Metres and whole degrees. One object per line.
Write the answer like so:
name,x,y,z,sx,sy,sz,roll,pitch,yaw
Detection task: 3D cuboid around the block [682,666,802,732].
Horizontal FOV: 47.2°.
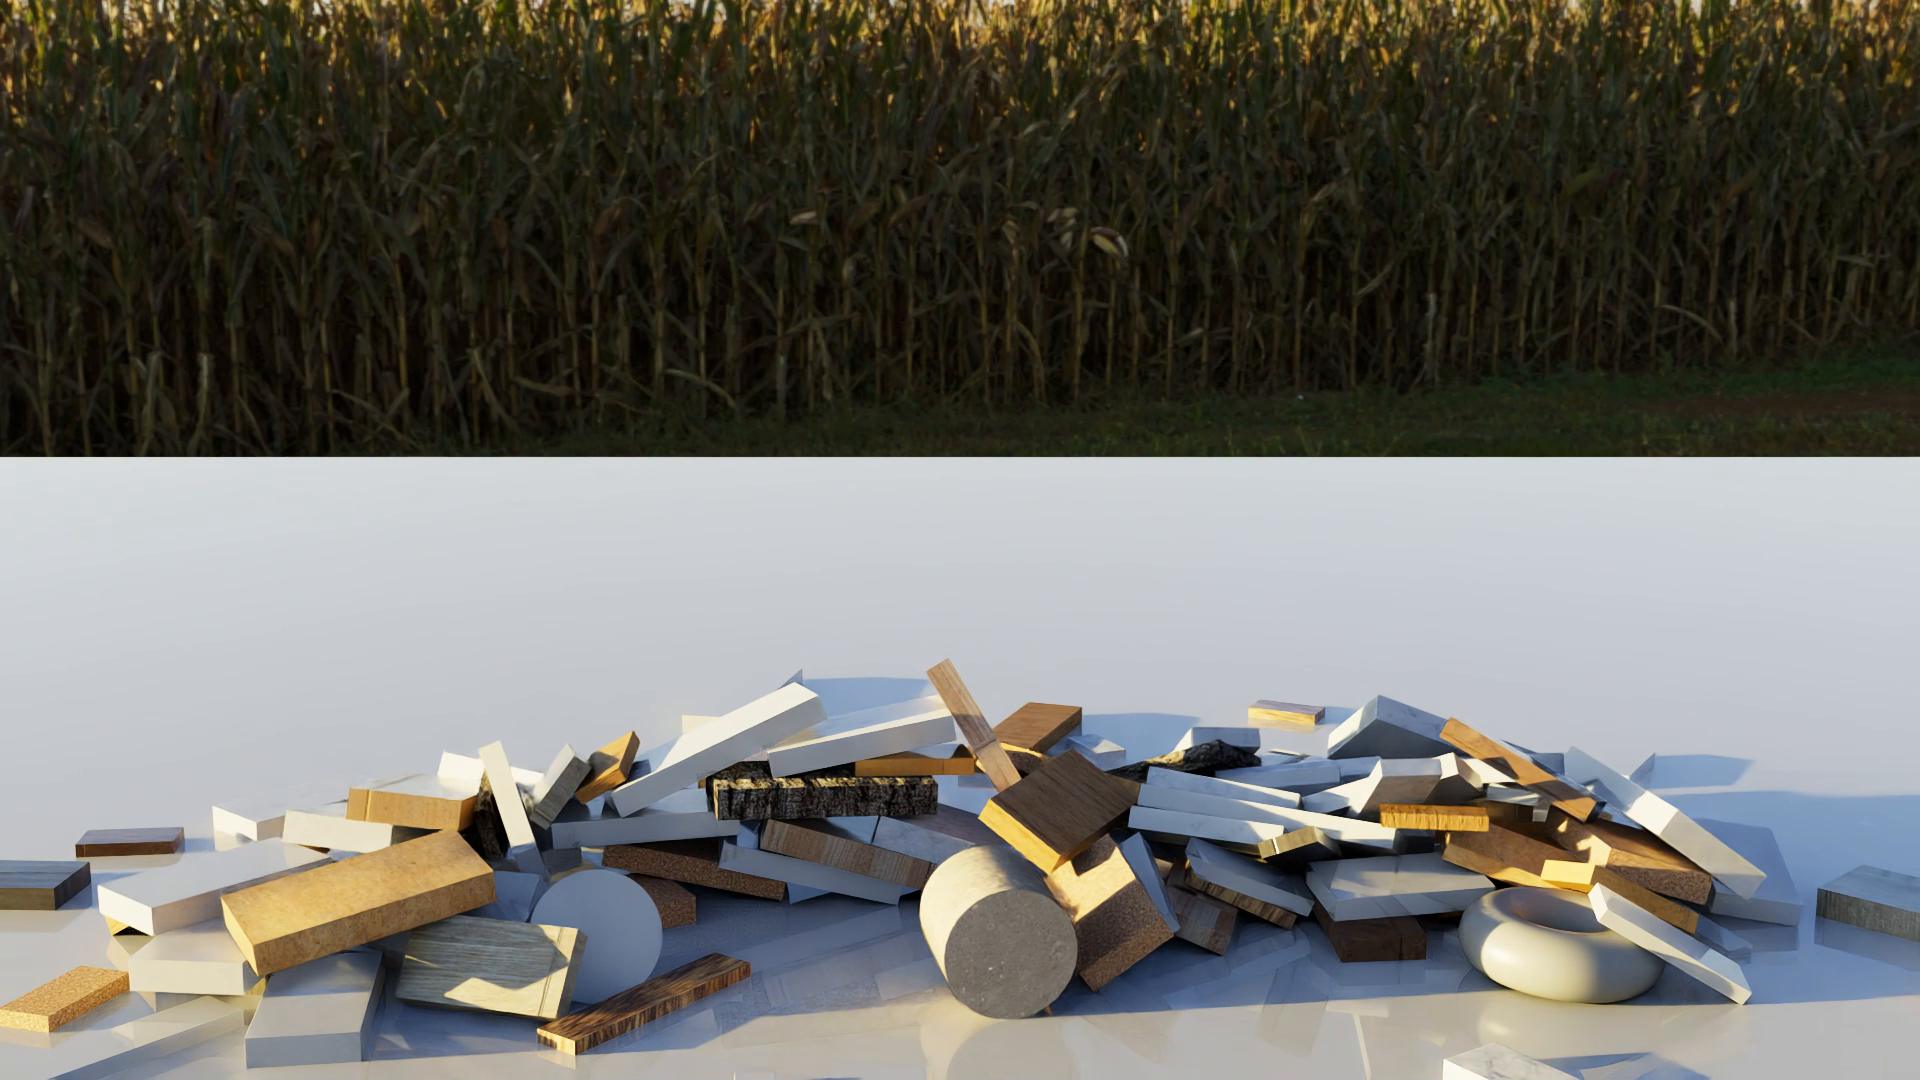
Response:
block,-0.474,0.351,4.852,0.135,0.038,0.452,2,11,12

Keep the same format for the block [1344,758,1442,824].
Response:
block,0.700,0.445,3.632,0.099,0.028,0.351,-1,-29,-6

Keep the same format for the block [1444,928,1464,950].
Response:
block,0.817,0.622,3.457,0.103,0.015,0.051,-5,12,-27

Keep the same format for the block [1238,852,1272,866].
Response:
block,0.462,0.514,3.706,0.092,0.026,0.184,-13,25,-26

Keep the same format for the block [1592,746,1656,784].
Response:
block,1.299,0.449,4.351,0.099,0.028,0.197,6,12,31

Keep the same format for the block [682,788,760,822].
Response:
block,-0.454,0.495,3.809,0.263,0.131,0.037,3,32,17

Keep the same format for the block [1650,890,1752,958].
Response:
block,1.130,0.590,3.507,0.051,0.015,0.295,-6,21,-29

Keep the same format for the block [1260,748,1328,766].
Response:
block,0.602,0.464,4.004,0.125,0.125,0.125,7,13,33

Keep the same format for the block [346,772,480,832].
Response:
block,-0.886,0.434,3.674,0.176,0.050,0.427,7,-3,-3

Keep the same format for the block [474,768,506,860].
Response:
block,-0.778,0.442,3.676,0.024,0.085,0.274,-14,15,-4

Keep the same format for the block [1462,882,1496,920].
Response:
block,0.865,0.591,3.611,0.069,0.020,0.162,3,11,16

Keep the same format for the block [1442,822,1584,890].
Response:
block,0.888,0.511,3.528,0.222,0.031,0.111,20,26,7

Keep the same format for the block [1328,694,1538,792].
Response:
block,0.864,0.394,3.972,0.354,0.050,0.177,20,-35,-12

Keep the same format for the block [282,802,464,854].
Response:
block,-0.965,0.474,3.648,0.176,0.050,0.352,6,-3,7

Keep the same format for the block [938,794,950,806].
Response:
block,-0.074,0.517,3.959,0.131,0.037,0.263,-1,11,-8

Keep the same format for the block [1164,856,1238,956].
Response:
block,0.381,0.581,3.512,0.121,0.034,0.241,23,14,7

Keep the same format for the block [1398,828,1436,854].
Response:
block,0.754,0.520,3.692,0.083,0.023,0.166,2,-32,13

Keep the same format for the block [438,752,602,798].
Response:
block,-0.790,0.439,3.984,0.312,0.042,0.147,5,-12,41

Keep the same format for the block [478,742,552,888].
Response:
block,-0.708,0.456,3.522,0.037,0.130,0.276,-20,38,-12

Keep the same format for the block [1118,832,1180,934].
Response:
block,0.259,0.561,3.432,0.124,0.035,0.248,-33,21,7

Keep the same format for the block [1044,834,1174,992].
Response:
block,0.217,0.568,3.375,0.145,0.041,0.290,-35,21,1

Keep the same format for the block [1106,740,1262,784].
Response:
block,0.385,0.430,3.968,0.288,0.041,0.144,-20,-29,33

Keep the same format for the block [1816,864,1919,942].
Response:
block,1.736,0.630,3.327,0.167,0.047,0.827,-10,15,-43

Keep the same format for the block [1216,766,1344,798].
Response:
block,0.536,0.467,3.831,0.269,0.135,0.038,-7,37,14

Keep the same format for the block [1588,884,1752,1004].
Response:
block,1.041,0.592,3.227,0.249,0.024,0.084,30,19,-4

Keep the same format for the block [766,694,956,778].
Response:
block,-0.170,0.326,3.668,0.308,0.044,0.154,-11,10,-7

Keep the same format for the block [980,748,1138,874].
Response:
block,0.164,0.438,3.576,0.145,0.041,0.290,37,27,18

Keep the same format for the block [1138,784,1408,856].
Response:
block,0.516,0.467,3.638,0.427,0.036,0.127,7,-14,22

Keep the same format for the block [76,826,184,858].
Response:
block,-1.471,0.535,3.899,0.166,0.023,0.083,-1,11,-7

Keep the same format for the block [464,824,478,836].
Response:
block,-0.906,0.497,3.917,0.293,0.042,0.147,4,-4,4

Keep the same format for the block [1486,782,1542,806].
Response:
block,0.956,0.431,3.771,0.083,0.023,0.271,6,-1,18

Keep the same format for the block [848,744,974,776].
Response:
block,-0.083,0.367,3.674,0.198,0.028,0.099,0,8,-11

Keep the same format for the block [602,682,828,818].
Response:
block,-0.414,0.345,3.650,0.374,0.044,0.154,-25,12,-15

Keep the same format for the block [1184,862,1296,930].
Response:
block,0.453,0.564,3.547,0.184,0.026,0.092,24,13,2

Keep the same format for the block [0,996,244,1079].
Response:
block,-1.271,0.725,2.874,0.087,0.025,0.711,8,13,37

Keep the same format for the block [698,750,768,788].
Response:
block,-0.379,0.437,4.190,0.124,0.035,0.255,5,12,25

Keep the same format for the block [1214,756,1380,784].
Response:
block,0.602,0.458,3.864,0.288,0.144,0.041,-7,37,13

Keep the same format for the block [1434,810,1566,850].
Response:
block,0.943,0.499,3.819,0.334,0.047,0.167,3,0,-2

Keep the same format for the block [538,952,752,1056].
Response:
block,-0.452,0.669,3.188,0.074,0.021,0.361,8,13,36

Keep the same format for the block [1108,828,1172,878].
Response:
block,0.249,0.503,3.648,0.198,0.028,0.099,20,8,-6

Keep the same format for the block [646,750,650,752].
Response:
block,-0.581,0.437,4.450,0.108,0.015,0.054,-2,11,-10

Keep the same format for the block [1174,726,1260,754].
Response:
block,0.447,0.408,4.018,0.123,0.035,0.288,2,-25,-10

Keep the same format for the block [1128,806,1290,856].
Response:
block,0.416,0.481,3.612,0.255,0.036,0.127,5,-15,21

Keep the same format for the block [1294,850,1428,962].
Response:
block,0.631,0.574,3.533,0.132,0.037,0.355,-1,18,-6

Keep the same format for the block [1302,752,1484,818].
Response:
block,0.726,0.431,3.685,0.269,0.038,0.135,-21,-31,24

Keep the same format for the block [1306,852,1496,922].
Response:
block,0.699,0.548,3.493,0.264,0.037,0.132,-3,18,-11

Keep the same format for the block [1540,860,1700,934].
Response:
block,1.025,0.554,3.416,0.222,0.031,0.111,26,-15,-22

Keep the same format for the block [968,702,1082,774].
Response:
block,0.129,0.409,4.551,0.121,0.034,0.434,4,11,20

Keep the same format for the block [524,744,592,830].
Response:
block,-0.674,0.410,3.677,0.035,0.123,0.247,37,-8,-10

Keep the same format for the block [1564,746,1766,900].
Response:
block,1.159,0.464,3.673,0.177,0.050,0.541,36,3,-4
